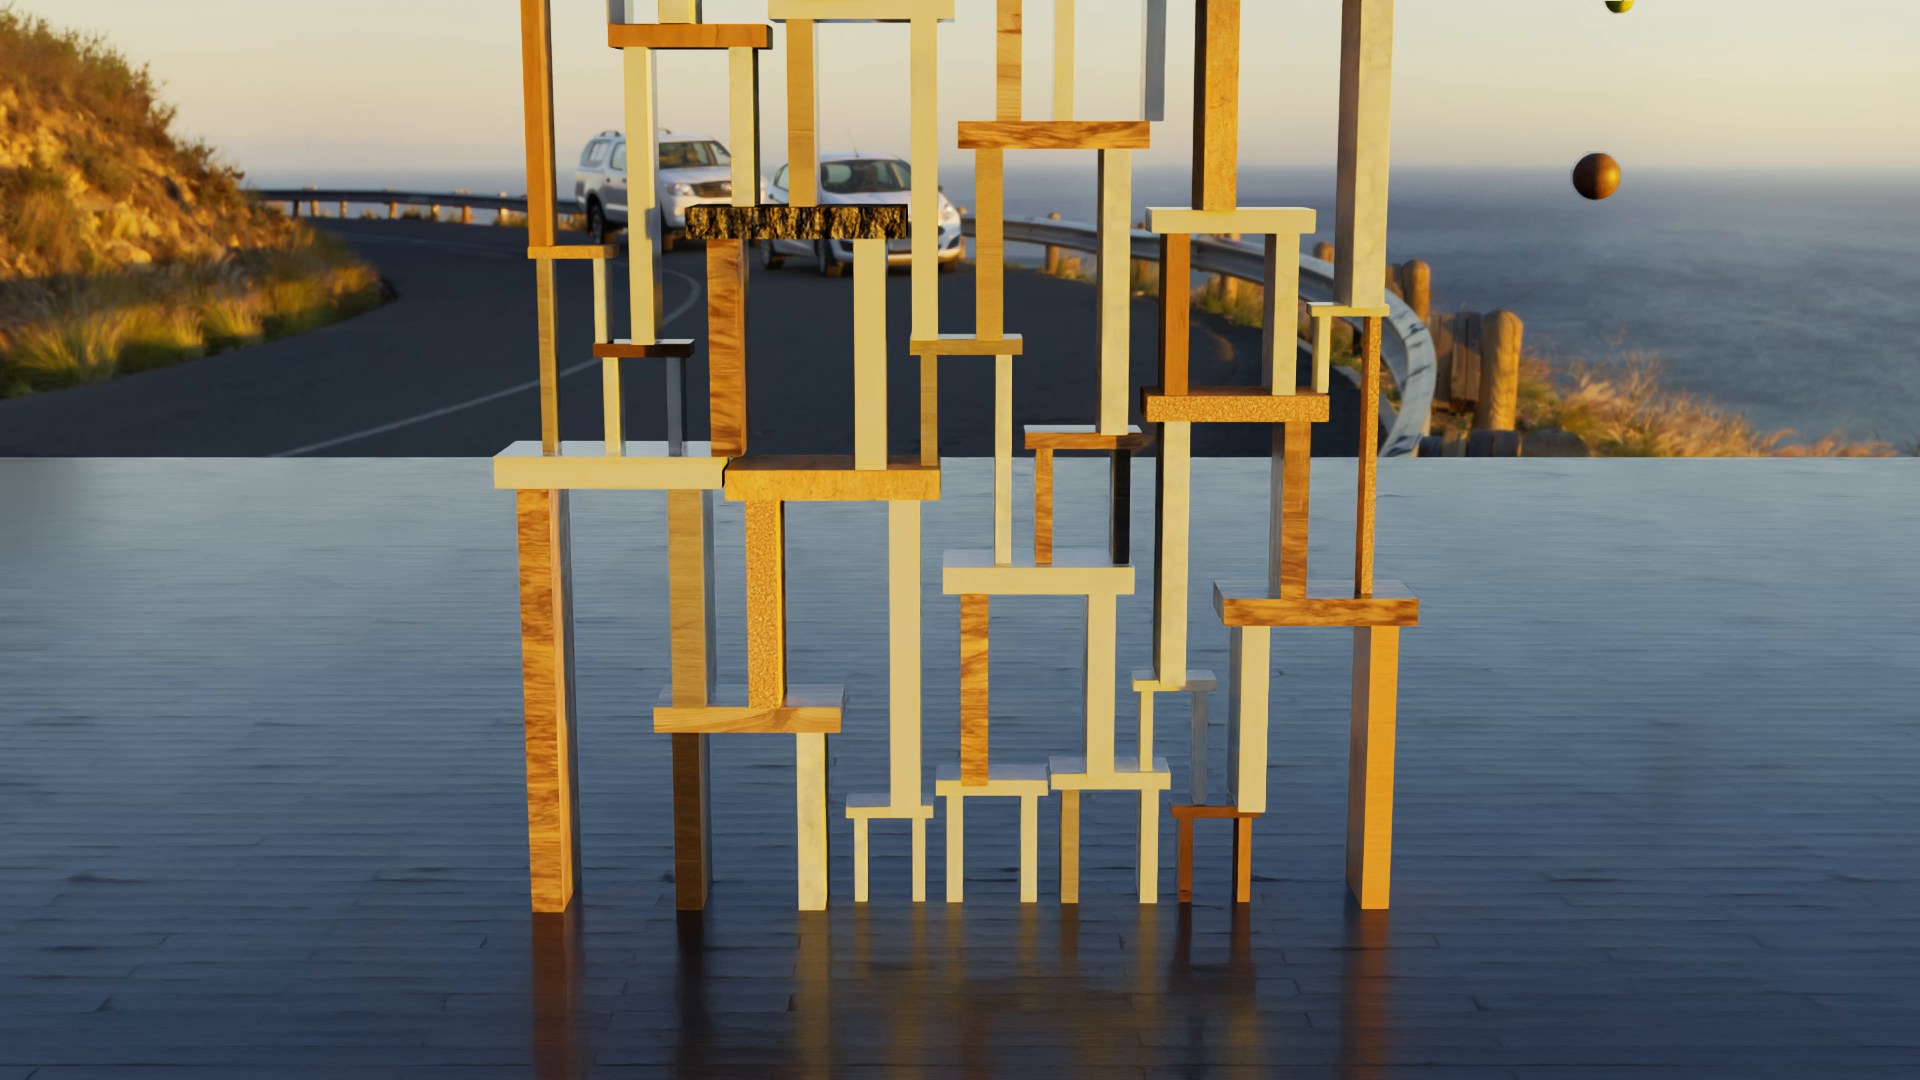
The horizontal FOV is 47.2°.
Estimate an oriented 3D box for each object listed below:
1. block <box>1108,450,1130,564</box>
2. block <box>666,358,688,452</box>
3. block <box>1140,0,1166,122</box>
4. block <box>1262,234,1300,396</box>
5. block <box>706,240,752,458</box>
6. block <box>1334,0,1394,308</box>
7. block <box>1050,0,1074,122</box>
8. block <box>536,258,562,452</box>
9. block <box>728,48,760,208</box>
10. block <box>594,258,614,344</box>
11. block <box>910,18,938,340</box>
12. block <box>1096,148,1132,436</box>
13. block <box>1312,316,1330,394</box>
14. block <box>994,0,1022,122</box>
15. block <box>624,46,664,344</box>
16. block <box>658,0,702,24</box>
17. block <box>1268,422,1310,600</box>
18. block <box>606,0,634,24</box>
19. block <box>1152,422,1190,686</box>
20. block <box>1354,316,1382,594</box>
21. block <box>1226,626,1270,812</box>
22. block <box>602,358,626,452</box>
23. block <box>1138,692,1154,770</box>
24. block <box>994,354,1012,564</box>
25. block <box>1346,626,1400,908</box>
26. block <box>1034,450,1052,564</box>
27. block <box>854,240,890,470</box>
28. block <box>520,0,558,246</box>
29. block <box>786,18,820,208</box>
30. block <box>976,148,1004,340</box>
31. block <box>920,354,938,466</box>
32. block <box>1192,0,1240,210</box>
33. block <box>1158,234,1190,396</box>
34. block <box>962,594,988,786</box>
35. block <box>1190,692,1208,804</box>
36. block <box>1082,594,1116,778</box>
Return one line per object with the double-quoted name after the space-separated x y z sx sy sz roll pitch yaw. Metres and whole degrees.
0.258 -0.062 3.553 0.026 0.185 0.093 0 11 0 "block"
-0.452 -0.220 3.517 0.021 0.151 0.076 0 11 0 "block"
0.300 -0.758 3.422 0.030 0.210 0.105 0 11 0 "block"
0.507 -0.362 3.488 0.036 0.253 0.126 0 11 0 "block"
-0.366 -0.312 3.500 0.048 0.338 0.169 0 11 0 "block"
0.631 -0.620 3.443 0.049 0.499 0.175 0 11 0 "block"
0.160 -0.758 3.421 0.030 0.210 0.105 0 11 0 "block"
-0.654 -0.296 3.500 0.019 0.306 0.067 0 11 0 "block"
-0.336 -0.646 3.442 0.034 0.242 0.121 0 11 0 "block"
-0.565 -0.381 3.484 0.019 0.133 0.067 0 11 0 "block"
-0.055 -0.565 3.457 0.040 0.489 0.142 0 11 0 "block"
0.242 -0.396 3.487 0.042 0.443 0.147 0 11 0 "block"
0.575 -0.298 3.506 0.017 0.122 0.061 0 11 0 "block"
0.075 -0.881 3.395 0.038 0.461 0.134 0 11 0 "block"
-0.497 -0.541 3.462 0.034 0.456 0.121 0 11 0 "block"
-0.432 -0.985 3.370 0.048 0.383 0.168 0 11 0 "block"
0.531 -0.058 3.546 0.040 0.284 0.142 0 11 0 "block"
-0.526 -0.893 3.388 0.028 0.196 0.098 0 11 0 "block"
0.341 0.012 3.559 0.040 0.427 0.142 0 11 0 "block"
0.656 -0.139 3.535 0.017 0.446 0.061 0 11 0 "block"
0.473 0.275 3.615 0.044 0.310 0.155 0 10 0 "block"
-0.553 -0.221 3.517 0.021 0.151 0.076 0 11 0 "block"
0.304 0.305 3.619 0.019 0.134 0.067 0 11 0 "block"
0.069 -0.135 3.534 0.025 0.336 0.089 0 11 0 "block"
0.679 0.356 3.630 0.044 0.474 0.155 0 11 0 "block"
0.134 -0.062 3.553 0.026 0.185 0.093 0 11 0 "block"
-0.140 -0.302 3.501 0.048 0.360 0.169 0 11 0 "block"
-0.656 -0.728 3.419 0.028 0.534 0.098 0 11 0 "block"
-0.244 -0.666 3.438 0.040 0.284 0.142 0 11 0 "block"
0.046 -0.469 3.473 0.042 0.294 0.147 0 11 0 "block"
-0.049 -0.213 3.520 0.025 0.177 0.089 0 10 0 "block"
0.398 -0.694 3.430 0.049 0.349 0.175 0 11 0 "block"
0.339 -0.362 3.488 0.036 0.253 0.126 0 11 0 "block"
0.024 0.229 3.603 0.043 0.318 0.152 0 11 0 "block"
0.394 0.334 3.624 0.019 0.192 0.067 0 11 0 "block"
0.226 0.222 3.602 0.043 0.304 0.152 0 11 0 "block"
